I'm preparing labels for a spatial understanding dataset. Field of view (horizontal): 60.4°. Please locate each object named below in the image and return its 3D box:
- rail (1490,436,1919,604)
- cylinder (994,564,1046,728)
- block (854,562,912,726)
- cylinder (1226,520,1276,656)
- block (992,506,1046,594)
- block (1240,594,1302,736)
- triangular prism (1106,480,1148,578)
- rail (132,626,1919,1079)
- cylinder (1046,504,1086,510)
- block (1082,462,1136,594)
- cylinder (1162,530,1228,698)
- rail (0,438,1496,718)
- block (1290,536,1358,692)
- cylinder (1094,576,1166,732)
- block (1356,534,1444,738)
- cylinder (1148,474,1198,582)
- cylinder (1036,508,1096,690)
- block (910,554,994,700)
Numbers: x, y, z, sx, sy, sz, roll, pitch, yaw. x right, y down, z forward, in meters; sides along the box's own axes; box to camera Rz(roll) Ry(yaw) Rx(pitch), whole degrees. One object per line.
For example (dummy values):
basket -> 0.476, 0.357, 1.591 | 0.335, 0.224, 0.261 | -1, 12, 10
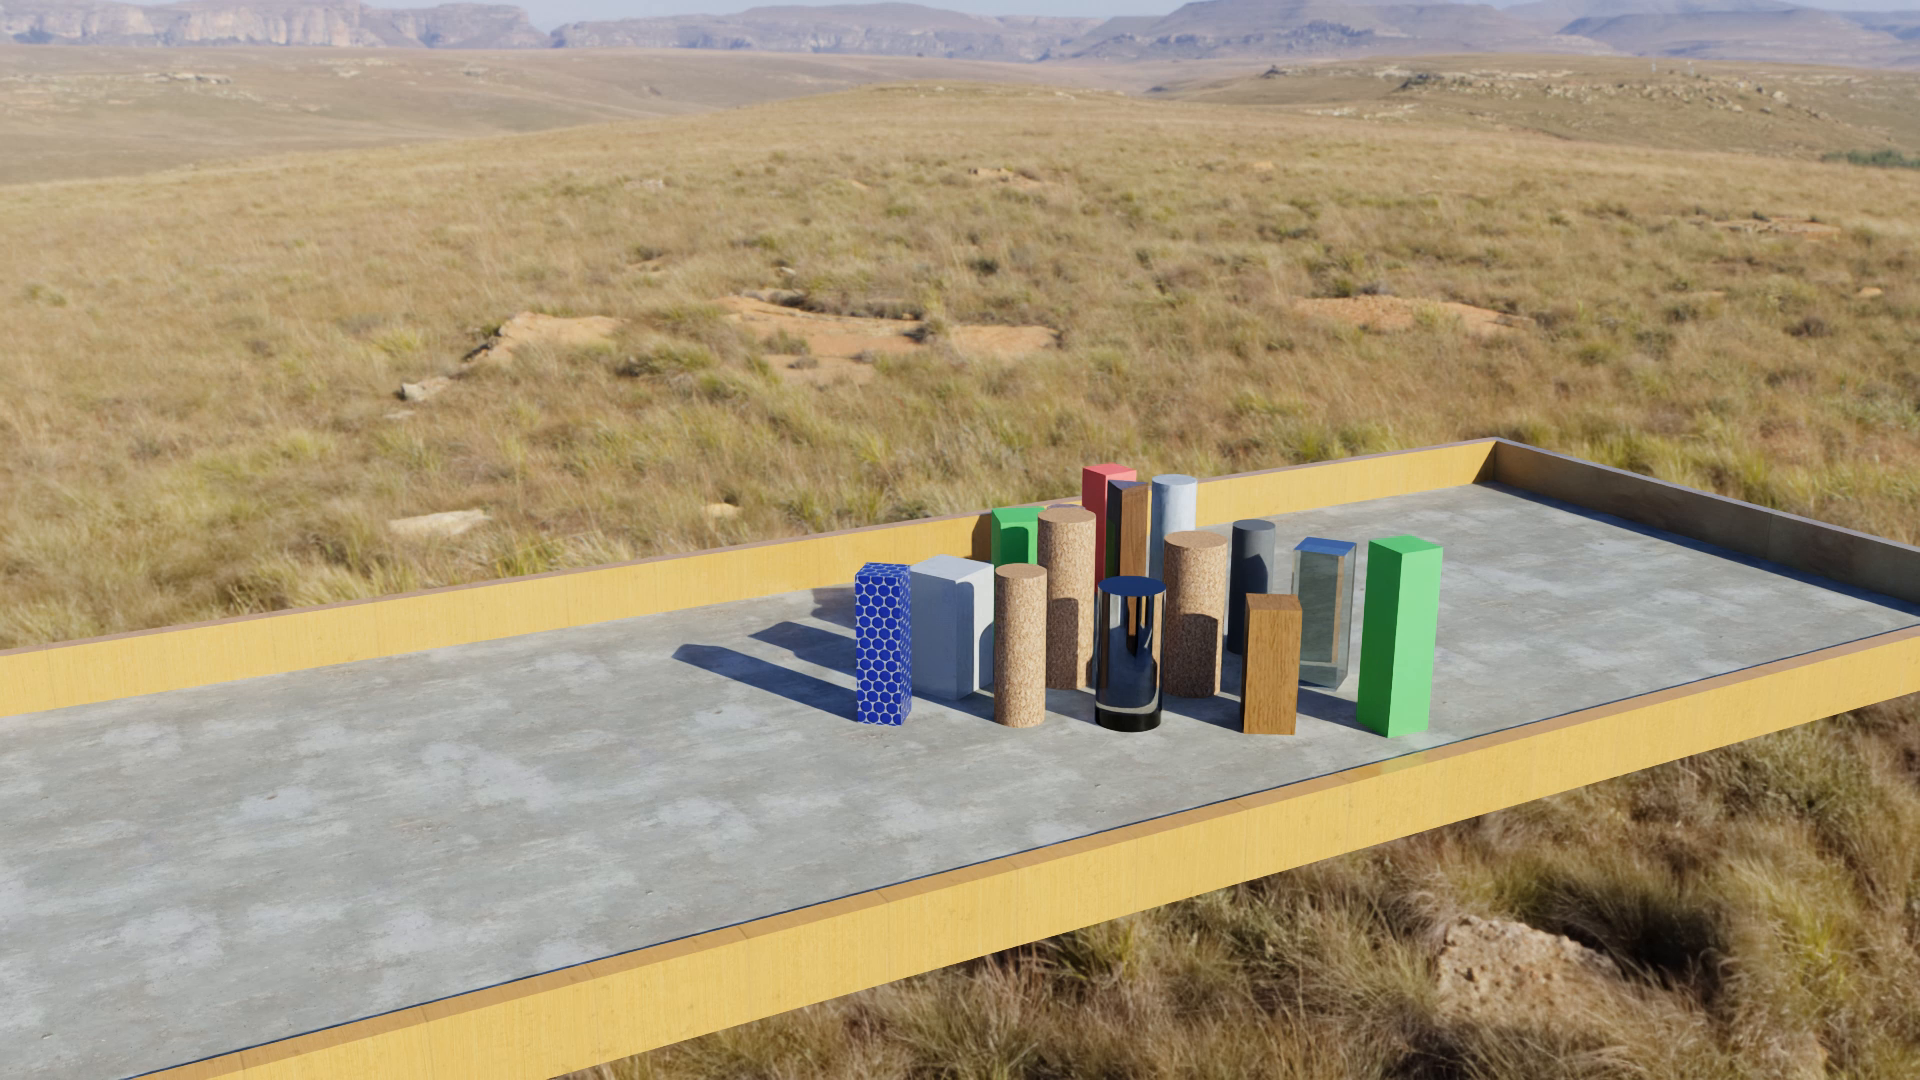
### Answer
rail -> 2.466, -0.048, 5.253 | 0.050, 0.150, 2.100 | -9, 18, -27
cylinder -> 0.141, 0.247, 3.866 | 0.120, 0.366, 0.120 | 0, 16, 0
block -> -0.179, 0.245, 3.876 | 0.105, 0.365, 0.105 | 3, 17, 11
cylinder -> 0.763, 0.124, 4.326 | 0.110, 0.342, 0.110 | 0, 16, 0
block -> 0.162, 0.110, 4.332 | 0.140, 0.366, 0.140 | -3, 17, -9
block -> 0.721, 0.288, 3.835 | 0.117, 0.304, 0.117 | 1, 16, 5
triangular prism -> 0.421, 0.061, 4.370 | 0.107, 0.439, 0.093 | -15, 22, -41
rail -> -2.336, 1.006, 1.665 | 12.000, 0.150, 0.050 | -9, 18, -27
cylinder -> 0.292, 0.062, 4.597 | 0.109, 0.309, 0.109 | 0, 16, 0
block -> 0.432, -0.032, 4.823 | 0.111, 0.362, 0.111 | -10, 19, -31
cylinder -> 0.573, 0.182, 4.055 | 0.152, 0.384, 0.152 | 0, 16, 0
rail -> -3.305, 0.497, 3.399 | 12.000, 0.150, 0.050 | -9, 18, -27
block -> 0.899, 0.184, 4.106 | 0.126, 0.352, 0.126 | 8, 18, 25
cylinder -> 0.398, 0.266, 3.861 | 0.157, 0.333, 0.157 | 0, 16, 0
block -> 1.013, 0.222, 3.812 | 0.116, 0.444, 0.116 | -8, 18, -24
cylinder -> 0.587, 0.025, 4.568 | 0.124, 0.396, 0.124 | 0, 16, 0
cylinder -> 0.261, 0.146, 4.097 | 0.143, 0.430, 0.143 | 0, 16, 0
block -> -0.028, 0.213, 4.084 | 0.159, 0.307, 0.159 | 11, 20, 34
